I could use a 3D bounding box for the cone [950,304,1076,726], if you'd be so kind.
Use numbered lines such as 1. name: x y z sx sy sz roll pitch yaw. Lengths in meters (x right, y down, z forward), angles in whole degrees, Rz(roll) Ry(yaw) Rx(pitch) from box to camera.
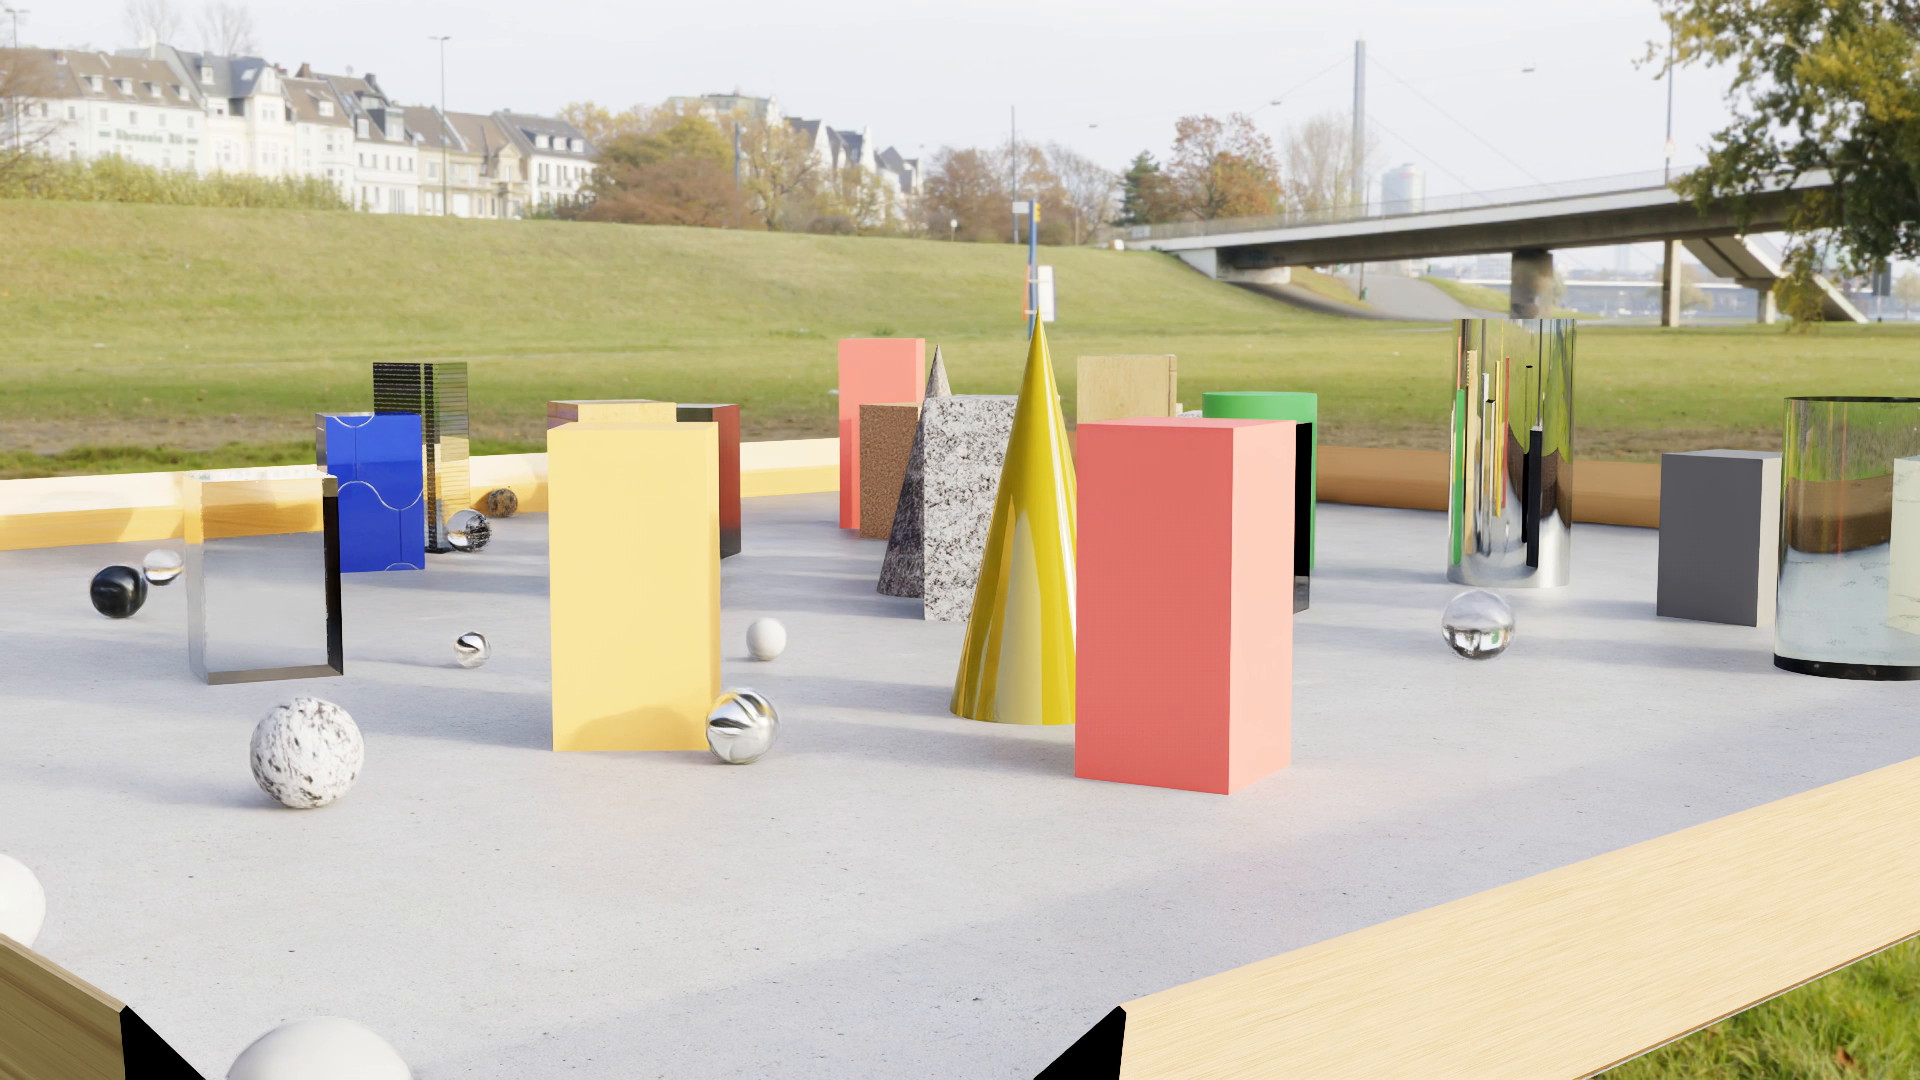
1. cone: 0.087 -0.036 2.444 0.198 0.452 0.198 0 6 0

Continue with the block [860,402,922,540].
1. block: -0.086 -0.136 4.319 0.158 0.261 0.158 5 8 42

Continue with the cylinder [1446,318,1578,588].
1. cylinder: 0.905 -0.147 3.609 0.198 0.431 0.198 0 6 0

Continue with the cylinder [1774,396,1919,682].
1. cylinder: 1.122 -0.007 2.731 0.198 0.335 0.198 0 6 0

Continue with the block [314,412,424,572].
1. block: -1.027 -0.086 3.825 0.158 0.266 0.158 -2 6 -23

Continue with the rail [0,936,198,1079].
1. rail: -1.354 0.163 2.089 0.045 0.128 3.540 -5 8 -42

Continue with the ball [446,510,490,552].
1. ball: -0.906 -0.017 4.052 0.080 0.080 0.080 0 6 0

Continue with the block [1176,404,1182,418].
1. block: 0.351 -0.156 4.547 0.158 0.255 0.158 -2 6 -22

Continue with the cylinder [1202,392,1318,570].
1. cylinder: 0.518 -0.104 3.822 0.198 0.301 0.198 0 6 0

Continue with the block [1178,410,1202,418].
1. block: 0.523 -0.131 4.367 0.158 0.243 0.158 2 6 16

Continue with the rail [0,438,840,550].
1. rail: -1.184 -0.100 4.608 3.733 0.128 0.045 -5 8 -42

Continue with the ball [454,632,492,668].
1. ball: -0.609 0.137 2.744 0.046 0.046 0.046 0 6 0

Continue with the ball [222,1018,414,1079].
1. ball: -0.316 0.285 1.078 0.099 0.099 0.099 0 6 0

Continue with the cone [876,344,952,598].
1. cone: -0.035 -0.116 3.487 0.198 0.396 0.198 0 6 0

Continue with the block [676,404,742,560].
1. block: -0.498 -0.107 3.988 0.158 0.274 0.158 1 6 12

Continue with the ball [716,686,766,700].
1. ball: -0.225 0.180 2.267 0.060 0.060 0.060 0 6 0

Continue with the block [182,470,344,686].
1. block: -0.860 0.041 2.712 0.158 0.243 0.158 -3 7 -27

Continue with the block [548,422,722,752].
1. block: -0.336 0.044 2.294 0.158 0.325 0.158 0 6 -2

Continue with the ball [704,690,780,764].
1. ball: -0.215 0.184 2.166 0.073 0.073 0.073 0 6 0

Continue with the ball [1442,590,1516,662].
1. ball: 0.659 0.109 2.794 0.092 0.092 0.092 0 6 0

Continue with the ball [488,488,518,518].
1. ball: -0.985 -0.080 4.739 0.064 0.064 0.064 0 6 0

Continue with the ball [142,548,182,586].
1. ball: -1.289 0.045 3.554 0.062 0.062 0.062 0 6 0

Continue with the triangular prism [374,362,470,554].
1. triangular prism: -0.980 -0.159 4.123 0.171 0.348 0.148 4 7 35

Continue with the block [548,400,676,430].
1. block: -0.551 -0.068 3.486 0.158 0.301 0.158 -3 7 -27

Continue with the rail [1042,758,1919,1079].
1. rail: 1.184 0.167 2.056 3.733 0.128 0.045 -5 8 -42

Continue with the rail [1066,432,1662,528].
1. rail: 1.354 -0.096 4.575 0.045 0.128 3.540 -5 8 -42

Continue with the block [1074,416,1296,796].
1. block: 0.217 0.056 2.116 0.158 0.338 0.158 3 7 29

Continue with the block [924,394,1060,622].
1. block: 0.048 -0.049 3.209 0.158 0.319 0.158 2 6 17

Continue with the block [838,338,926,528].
1. block: -0.160 -0.223 4.557 0.158 0.386 0.158 1 6 6

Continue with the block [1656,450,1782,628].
1. block: 1.131 -0.007 3.200 0.158 0.237 0.158 -5 8 -41

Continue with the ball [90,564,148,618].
1. ball: -1.220 0.074 3.188 0.079 0.079 0.079 0 6 0

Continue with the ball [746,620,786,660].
1. ball: -0.248 0.127 2.808 0.053 0.053 0.053 0 6 0

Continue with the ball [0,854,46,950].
1. ball: -0.663 0.252 1.491 0.079 0.079 0.079 0 6 0

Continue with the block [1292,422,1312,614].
1. block: 0.416 -0.033 3.249 0.158 0.279 0.158 3 7 28

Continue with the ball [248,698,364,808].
1. ball: -0.587 0.191 1.976 0.099 0.099 0.099 0 6 0

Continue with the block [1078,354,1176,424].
1. block: 0.271 -0.117 3.606 0.158 0.372 0.158 0 6 3
